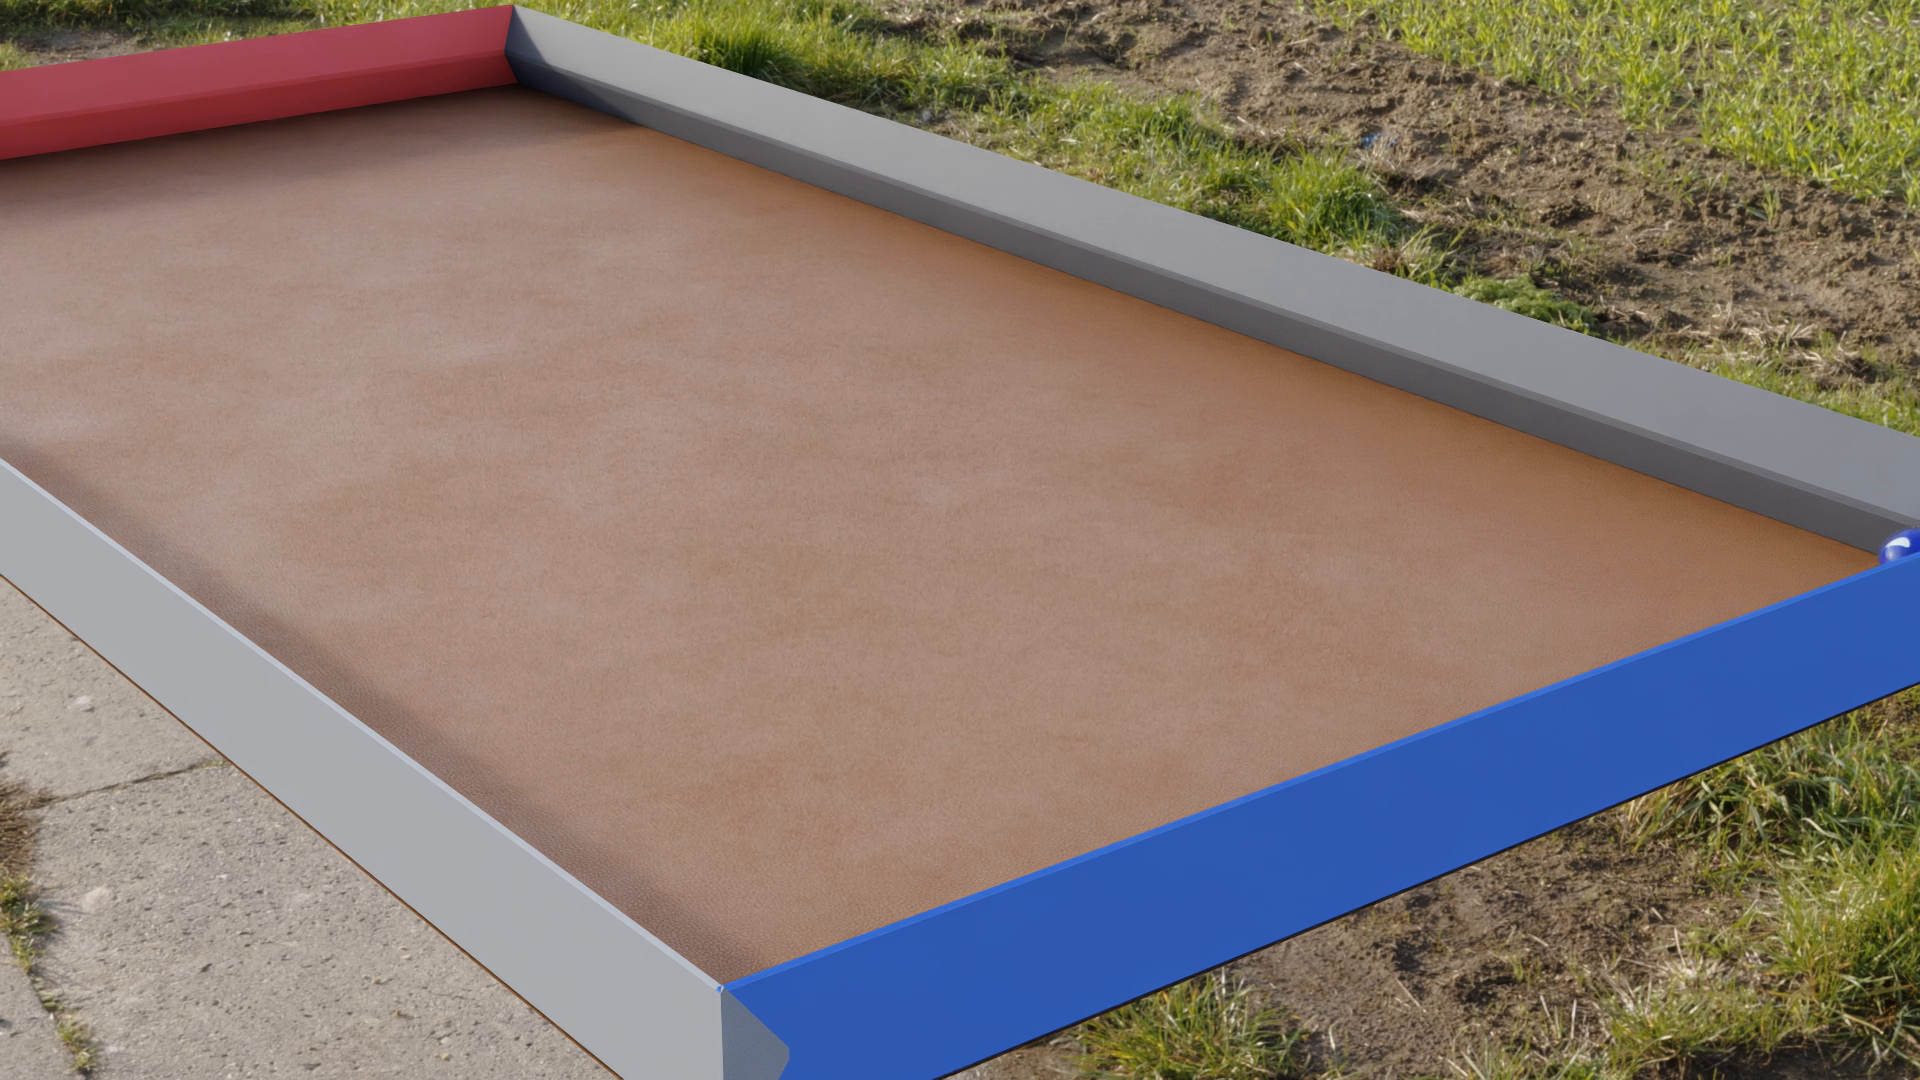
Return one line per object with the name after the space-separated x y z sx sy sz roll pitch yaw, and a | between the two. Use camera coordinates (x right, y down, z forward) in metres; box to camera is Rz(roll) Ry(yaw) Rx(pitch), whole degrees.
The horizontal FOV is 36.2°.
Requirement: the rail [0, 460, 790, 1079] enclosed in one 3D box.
-0.923 -0.076 2.695 0.045 0.117 2.655 -15 26 -34 | rail

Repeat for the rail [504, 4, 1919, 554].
0.118 -0.362 3.435 0.045 0.117 2.655 -15 26 -34 | rail

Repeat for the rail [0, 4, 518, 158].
-1.193 -0.594 4.032 1.356 0.117 0.045 -15 26 -34 | rail

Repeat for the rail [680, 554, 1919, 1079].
0.388 0.156 2.099 1.356 0.117 0.045 -15 26 -34 | rail

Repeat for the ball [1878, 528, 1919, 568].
0.820 0.022 2.517 0.065 0.065 0.065 0 21 0 | ball
